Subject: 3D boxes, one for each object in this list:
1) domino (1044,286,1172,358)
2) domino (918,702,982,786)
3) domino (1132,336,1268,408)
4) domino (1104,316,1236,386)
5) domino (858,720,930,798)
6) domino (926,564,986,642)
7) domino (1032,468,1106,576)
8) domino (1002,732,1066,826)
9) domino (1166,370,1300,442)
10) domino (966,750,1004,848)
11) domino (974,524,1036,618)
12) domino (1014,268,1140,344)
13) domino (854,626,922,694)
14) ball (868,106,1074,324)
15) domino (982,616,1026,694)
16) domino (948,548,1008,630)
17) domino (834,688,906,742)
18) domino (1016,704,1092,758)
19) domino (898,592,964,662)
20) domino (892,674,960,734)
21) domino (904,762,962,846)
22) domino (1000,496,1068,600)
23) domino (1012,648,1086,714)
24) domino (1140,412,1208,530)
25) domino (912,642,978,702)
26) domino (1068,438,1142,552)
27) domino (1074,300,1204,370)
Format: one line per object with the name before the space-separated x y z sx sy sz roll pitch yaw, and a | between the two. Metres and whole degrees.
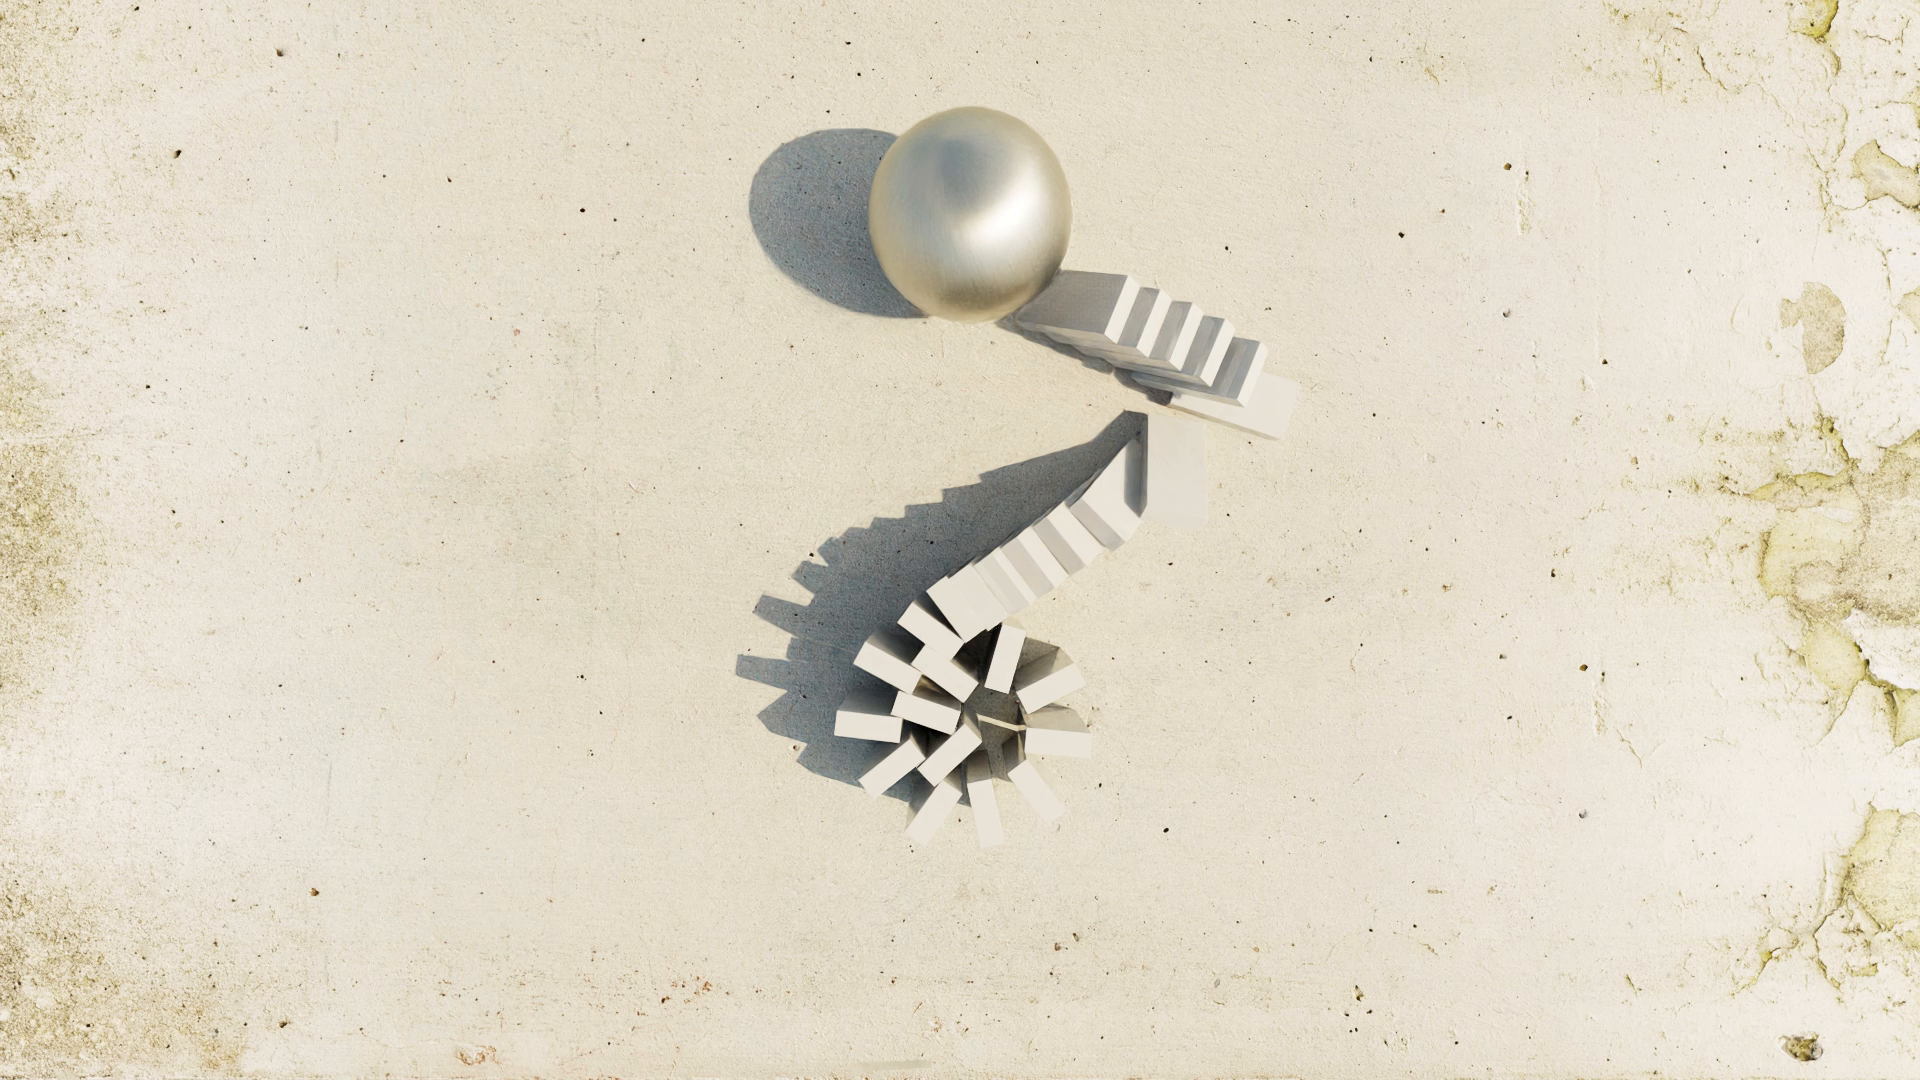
domino | 0.060 -0.092 0.379 0.050 0.009 0.025 22 90 44
domino | -0.004 0.082 0.375 0.025 0.050 0.010 -43 91 0
domino | 0.099 -0.073 0.381 0.050 0.010 0.025 22 90 39
domino | 0.085 -0.081 0.379 0.050 0.010 0.025 24 91 44
domino | -0.026 0.088 0.375 0.025 0.050 0.009 -39 90 0
domino | 0.001 0.025 0.375 0.009 0.050 0.025 -37 90 6
domino | 0.053 -0.008 0.379 0.025 0.050 0.009 51 134 0
domino | 0.029 0.096 0.375 0.010 0.050 0.025 -37 90 0
domino | 0.117 -0.063 0.395 0.050 0.009 0.025 18 90 0
domino | 0.010 0.104 0.375 0.009 0.050 0.025 -12 90 0
domino | 0.024 0.011 0.375 0.010 0.050 0.025 -37 90 24
domino | 0.048 -0.098 0.379 0.050 0.010 0.025 22 90 44
domino | -0.027 0.048 0.375 0.025 0.050 0.010 29 92 0
ball | 0.004 -0.126 0.360 0.080 0.080 0.080 0 90 0
domino | 0.017 0.045 0.375 0.010 0.050 0.025 16 90 0
domino | 0.011 0.019 0.375 0.010 0.050 0.025 -37 90 11
domino | -0.035 0.071 0.375 0.025 0.050 0.009 7 91 0
domino | 0.037 0.078 0.375 0.025 0.050 0.010 5 90 0
domino | -0.011 0.034 0.375 0.025 0.050 0.010 37 92 0
domino | -0.013 0.066 0.375 0.025 0.050 0.009 19 91 0
domino | -0.011 0.104 0.375 0.009 0.050 0.025 36 90 0
domino | 0.038 0.002 0.377 0.010 0.050 0.025 -37 90 36
domino | 0.035 0.057 0.375 0.025 0.050 0.010 -27 90 0
domino | 0.089 -0.029 0.381 0.025 0.010 0.050 11 55 -3
domino | -0.005 0.050 0.375 0.025 0.050 0.009 36 92 0
domino | 0.068 -0.019 0.380 0.025 0.010 0.050 45 49 -1
domino | 0.073 -0.087 0.379 0.050 0.010 0.025 22 90 44
